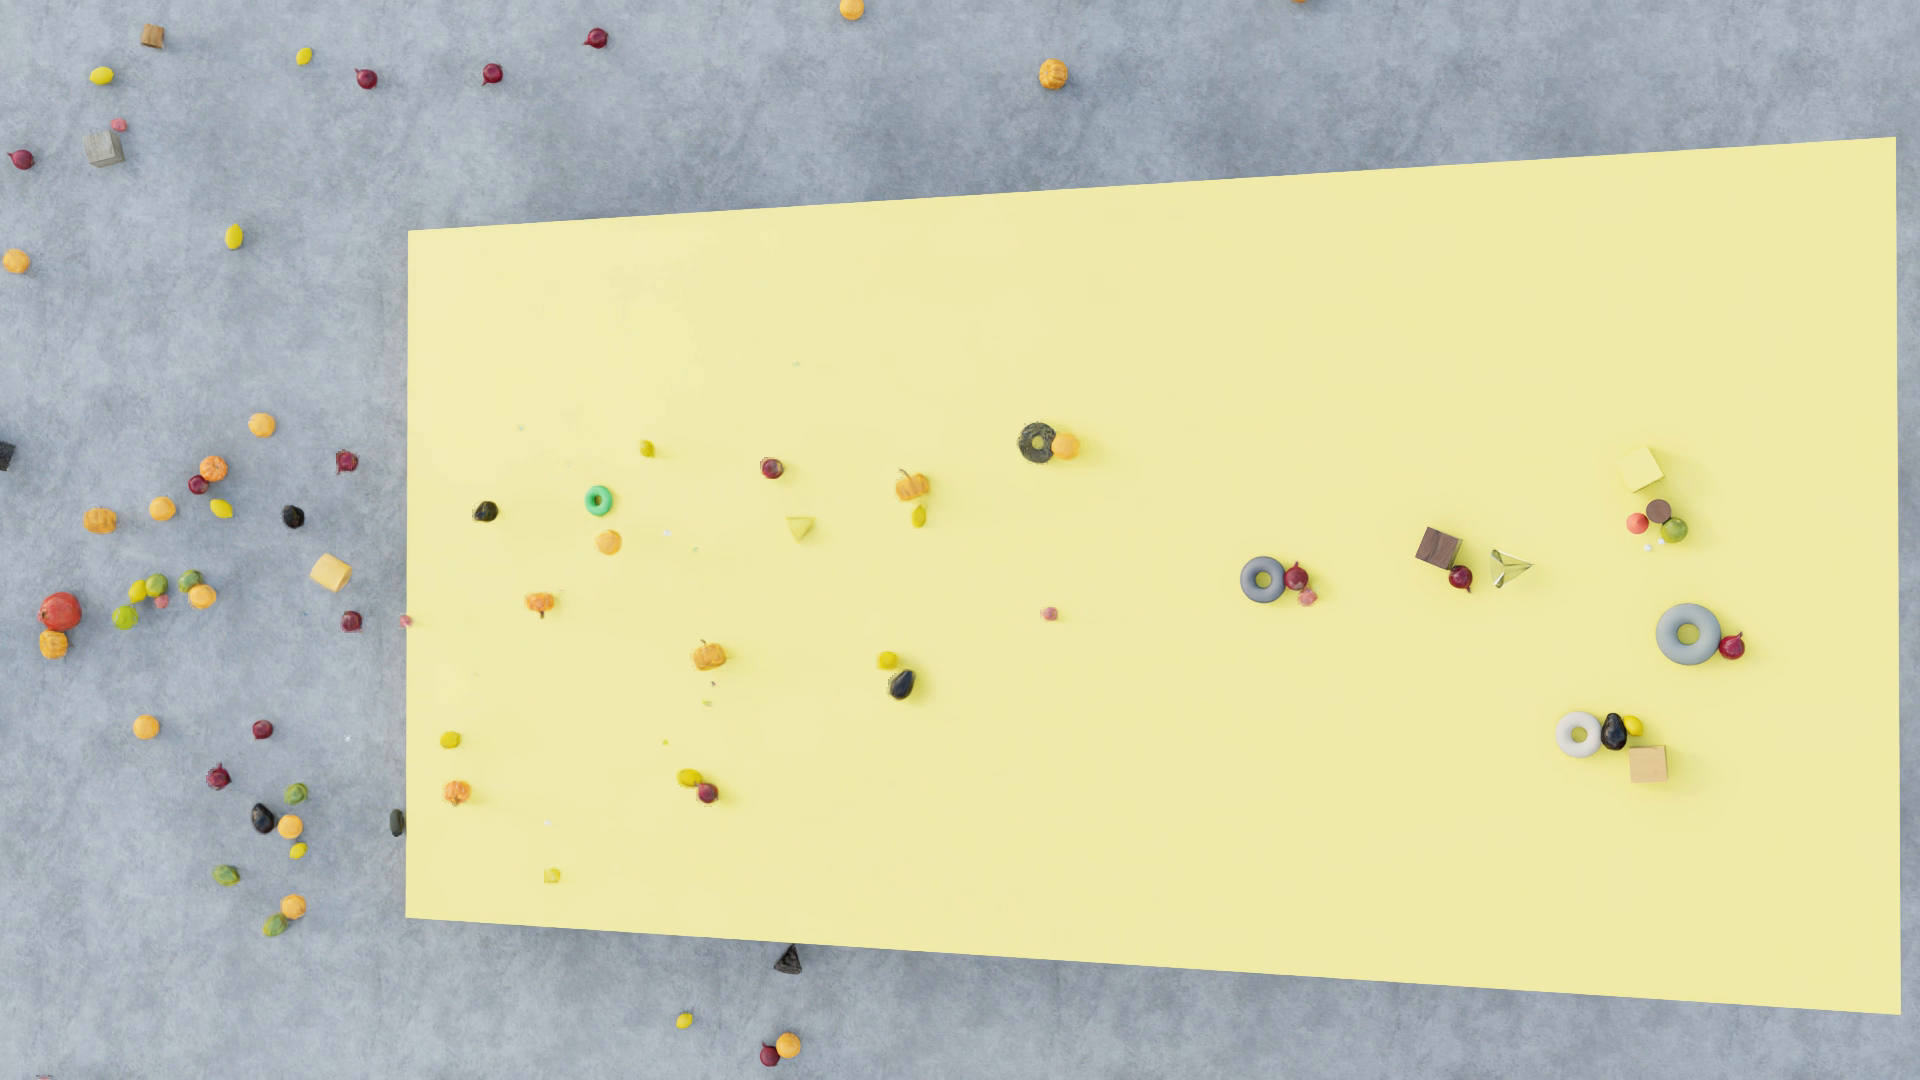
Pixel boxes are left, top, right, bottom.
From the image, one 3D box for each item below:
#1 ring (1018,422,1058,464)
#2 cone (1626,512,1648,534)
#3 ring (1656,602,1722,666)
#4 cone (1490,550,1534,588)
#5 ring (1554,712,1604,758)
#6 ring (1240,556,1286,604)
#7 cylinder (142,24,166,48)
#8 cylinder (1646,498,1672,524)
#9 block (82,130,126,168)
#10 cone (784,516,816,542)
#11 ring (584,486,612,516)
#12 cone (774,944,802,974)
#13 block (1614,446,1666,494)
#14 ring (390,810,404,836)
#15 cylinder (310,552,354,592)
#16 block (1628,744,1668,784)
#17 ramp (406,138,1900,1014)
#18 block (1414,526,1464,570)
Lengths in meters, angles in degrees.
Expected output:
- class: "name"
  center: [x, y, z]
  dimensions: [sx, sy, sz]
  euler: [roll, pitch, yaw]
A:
- class: "ring"
  center: [0.203, -0.253, 5.717]
  dimensions: [0.109, 0.036, 0.109]
  euler: [1, 92, 23]
- class: "cone"
  center: [1.597, -0.040, 5.187]
  dimensions: [0.052, 0.052, 0.052]
  euler: [0, 89, 20]
- class: "ring"
  center: [1.705, 0.221, 5.146]
  dimensions: [0.147, 0.049, 0.147]
  euler: [0, 90, 21]
- class: "cone"
  center: [1.336, 0.064, 5.288]
  dimensions: [0.095, 0.095, 0.095]
  euler: [-6, 89, -6]
- class: "ring"
  center: [1.474, 0.463, 5.234]
  dimensions: [0.113, 0.038, 0.113]
  euler: [0, 90, 19]
- class: "ring"
  center: [0.759, 0.100, 5.504]
  dimensions: [0.120, 0.040, 0.120]
  euler: [0, 90, 20]
- class: "cylinder"
  center: [-2.382, -1.487, 6.492]
  dimensions: [0.058, 0.058, 0.058]
  euler: [11, 89, 0]
- class: "cylinder"
  center: [1.643, -0.067, 5.168]
  dimensions: [0.057, 0.057, 0.057]
  euler: [0, 89, 20]
- class: "block"
  center: [-2.521, -1.151, 6.476]
  dimensions: [0.081, 0.081, 0.081]
  euler: [-14, 89, 0]
- class: "cone"
  center: [-0.423, -0.046, 5.947]
  dimensions: [0.080, 0.080, 0.080]
  euler: [-27, 89, -8]
- class: "ring"
  center: [-1.015, -0.111, 6.172]
  dimensions: [0.087, 0.029, 0.087]
  euler: [0, 90, 21]
- class: "cone"
  center: [-0.497, 1.223, 6.466]
  dimensions: [0.084, 0.084, 0.084]
  euler: [10, 63, 0]
- class: "block"
  center: [1.600, -0.166, 5.172]
  dimensions: [0.081, 0.081, 0.081]
  euler: [-30, 79, 17]
- class: "ring"
  center: [-1.652, 0.829, 6.451]
  dimensions: [0.027, 0.080, 0.080]
  euler: [-3, 89, -1]
- class: "cylinder"
  center: [-1.844, 0.096, 6.456]
  dimensions: [0.087, 0.087, 0.087]
  euler: [32, 89, 0]
- class: "block"
  center: [1.615, 0.525, 5.158]
  dimensions: [0.080, 0.080, 0.080]
  euler: [-5, 88, 20]
- class: "ramp"
  center: [0.281, 0.089, 5.756]
  dimensions: [4.000, 0.100, 2.000]
  euler: [0, 89, 20]
- class: "block"
  center: [1.162, 0.020, 5.333]
  dimensions: [0.081, 0.081, 0.081]
  euler: [24, 97, 19]
